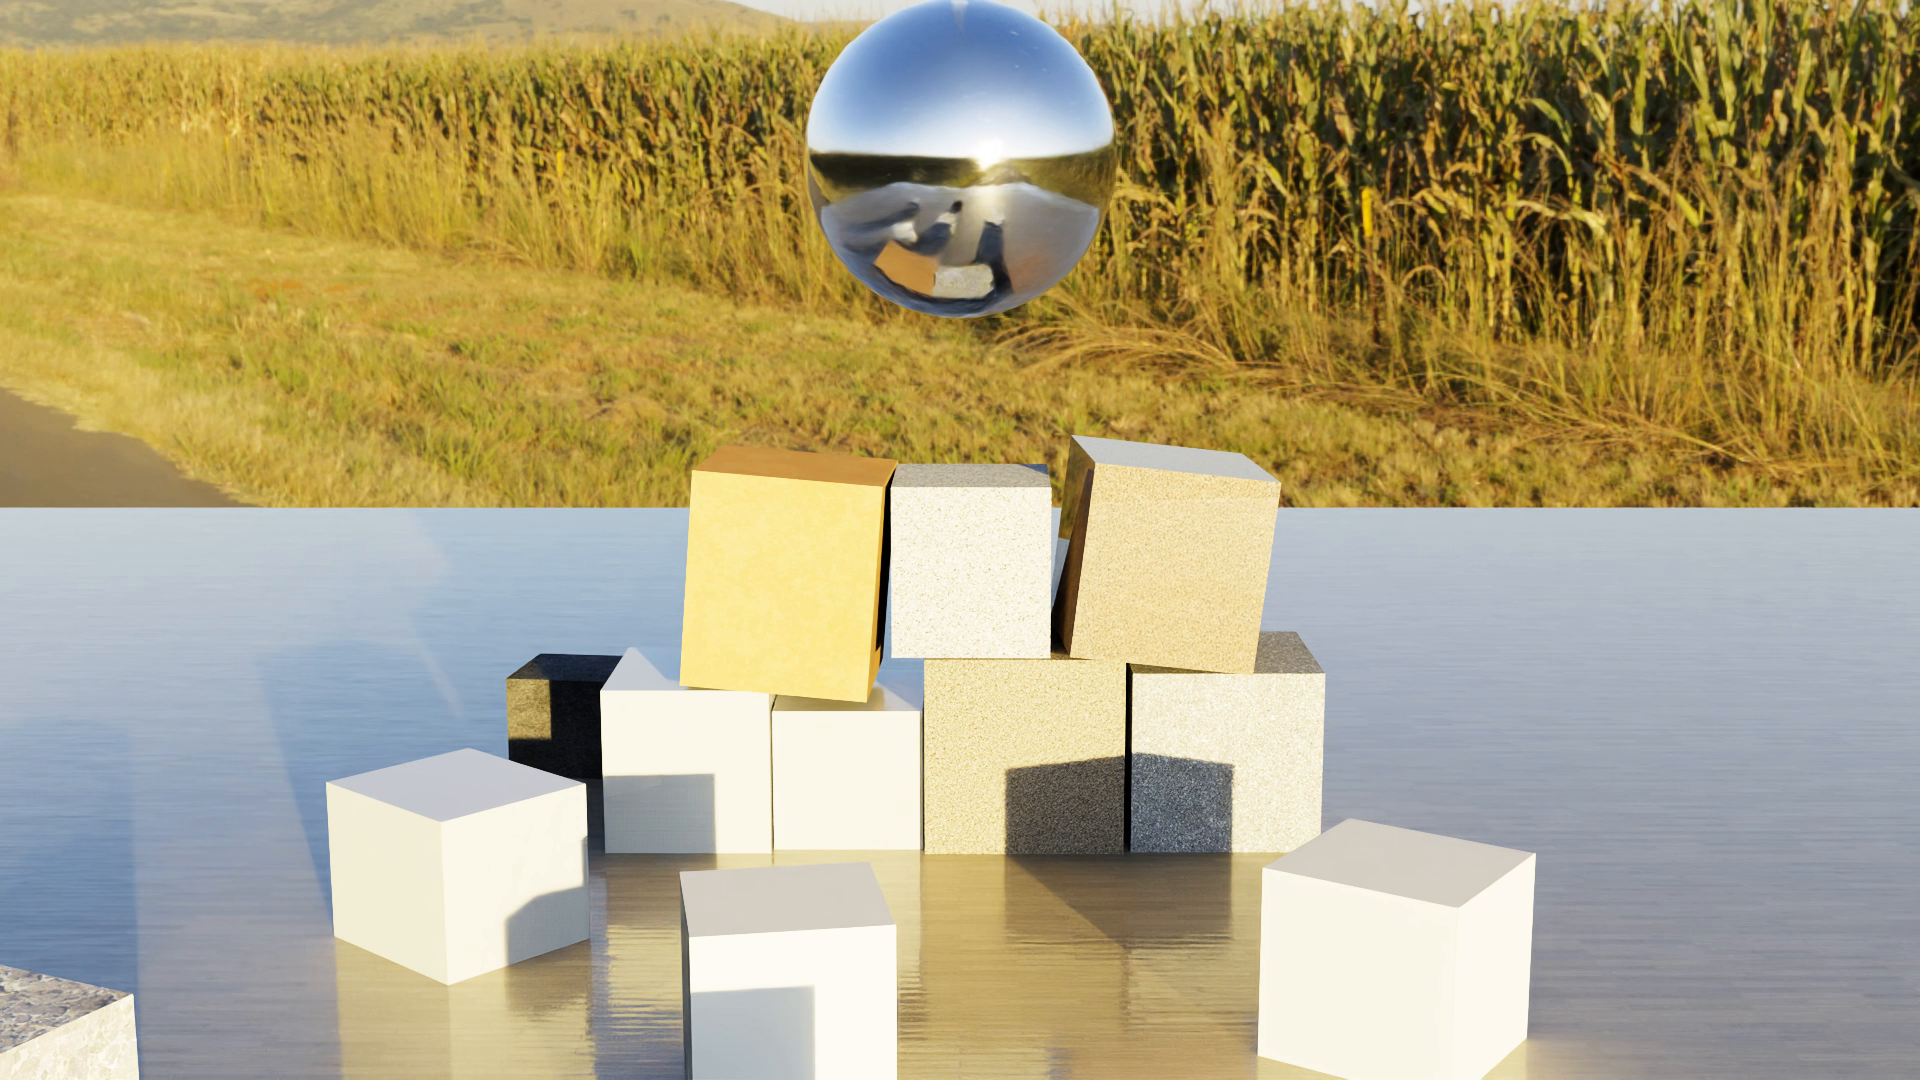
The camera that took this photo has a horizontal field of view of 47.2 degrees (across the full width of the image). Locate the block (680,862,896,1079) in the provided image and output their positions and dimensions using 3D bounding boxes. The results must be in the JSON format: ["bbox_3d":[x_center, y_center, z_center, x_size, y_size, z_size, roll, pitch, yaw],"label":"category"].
[{"bbox_3d":[-0.659,1.688,8.298,0.742,0.710,0.725,-2,10,-10],"label":"block"}]

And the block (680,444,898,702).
[{"bbox_3d":[-0.850,0.147,11.143,0.922,1.069,0.940,5,10,2],"label":"block"}]

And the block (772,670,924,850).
[{"bbox_3d":[-0.558,1.124,11.394,0.746,0.713,0.866,0,10,0],"label":"block"}]

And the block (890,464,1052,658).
[{"bbox_3d":[0.058,0.091,11.150,0.779,0.849,0.800,0,10,1],"label":"block"}]

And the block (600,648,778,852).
[{"bbox_3d":[-1.356,1.068,11.366,0.828,0.833,0.946,0,10,0],"label":"block"}]

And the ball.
[{"bbox_3d":[0.000,-1.930,11.157,1.600,1.600,1.600,0,10,0],"label":"ball"}]

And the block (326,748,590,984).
[{"bbox_3d":[-2.222,1.422,9.754,0.867,0.713,0.754,9,14,41],"label":"block"}]

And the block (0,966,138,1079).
[{"bbox_3d":[-3.134,1.885,6.903,0.735,0.820,0.764,5,11,25],"label":"block"}]

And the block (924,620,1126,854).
[{"bbox_3d":[0.320,0.992,11.337,0.989,0.991,0.946,0,10,0],"label":"block"}]

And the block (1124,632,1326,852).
[{"bbox_3d":[1.324,1.024,11.374,0.946,0.916,0.953,0,10,0],"label":"block"}]

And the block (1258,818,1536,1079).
[{"bbox_3d":[1.701,1.613,8.563,0.792,0.762,0.765,7,13,34],"label":"block"}]

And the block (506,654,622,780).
[{"bbox_3d":[-2.175,0.997,12.523,0.623,0.558,0.618,1,10,7],"label":"block"}]

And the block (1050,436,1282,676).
[{"bbox_3d":[1.009,0.058,11.130,0.912,0.963,0.944,6,10,-6],"label":"block"}]
